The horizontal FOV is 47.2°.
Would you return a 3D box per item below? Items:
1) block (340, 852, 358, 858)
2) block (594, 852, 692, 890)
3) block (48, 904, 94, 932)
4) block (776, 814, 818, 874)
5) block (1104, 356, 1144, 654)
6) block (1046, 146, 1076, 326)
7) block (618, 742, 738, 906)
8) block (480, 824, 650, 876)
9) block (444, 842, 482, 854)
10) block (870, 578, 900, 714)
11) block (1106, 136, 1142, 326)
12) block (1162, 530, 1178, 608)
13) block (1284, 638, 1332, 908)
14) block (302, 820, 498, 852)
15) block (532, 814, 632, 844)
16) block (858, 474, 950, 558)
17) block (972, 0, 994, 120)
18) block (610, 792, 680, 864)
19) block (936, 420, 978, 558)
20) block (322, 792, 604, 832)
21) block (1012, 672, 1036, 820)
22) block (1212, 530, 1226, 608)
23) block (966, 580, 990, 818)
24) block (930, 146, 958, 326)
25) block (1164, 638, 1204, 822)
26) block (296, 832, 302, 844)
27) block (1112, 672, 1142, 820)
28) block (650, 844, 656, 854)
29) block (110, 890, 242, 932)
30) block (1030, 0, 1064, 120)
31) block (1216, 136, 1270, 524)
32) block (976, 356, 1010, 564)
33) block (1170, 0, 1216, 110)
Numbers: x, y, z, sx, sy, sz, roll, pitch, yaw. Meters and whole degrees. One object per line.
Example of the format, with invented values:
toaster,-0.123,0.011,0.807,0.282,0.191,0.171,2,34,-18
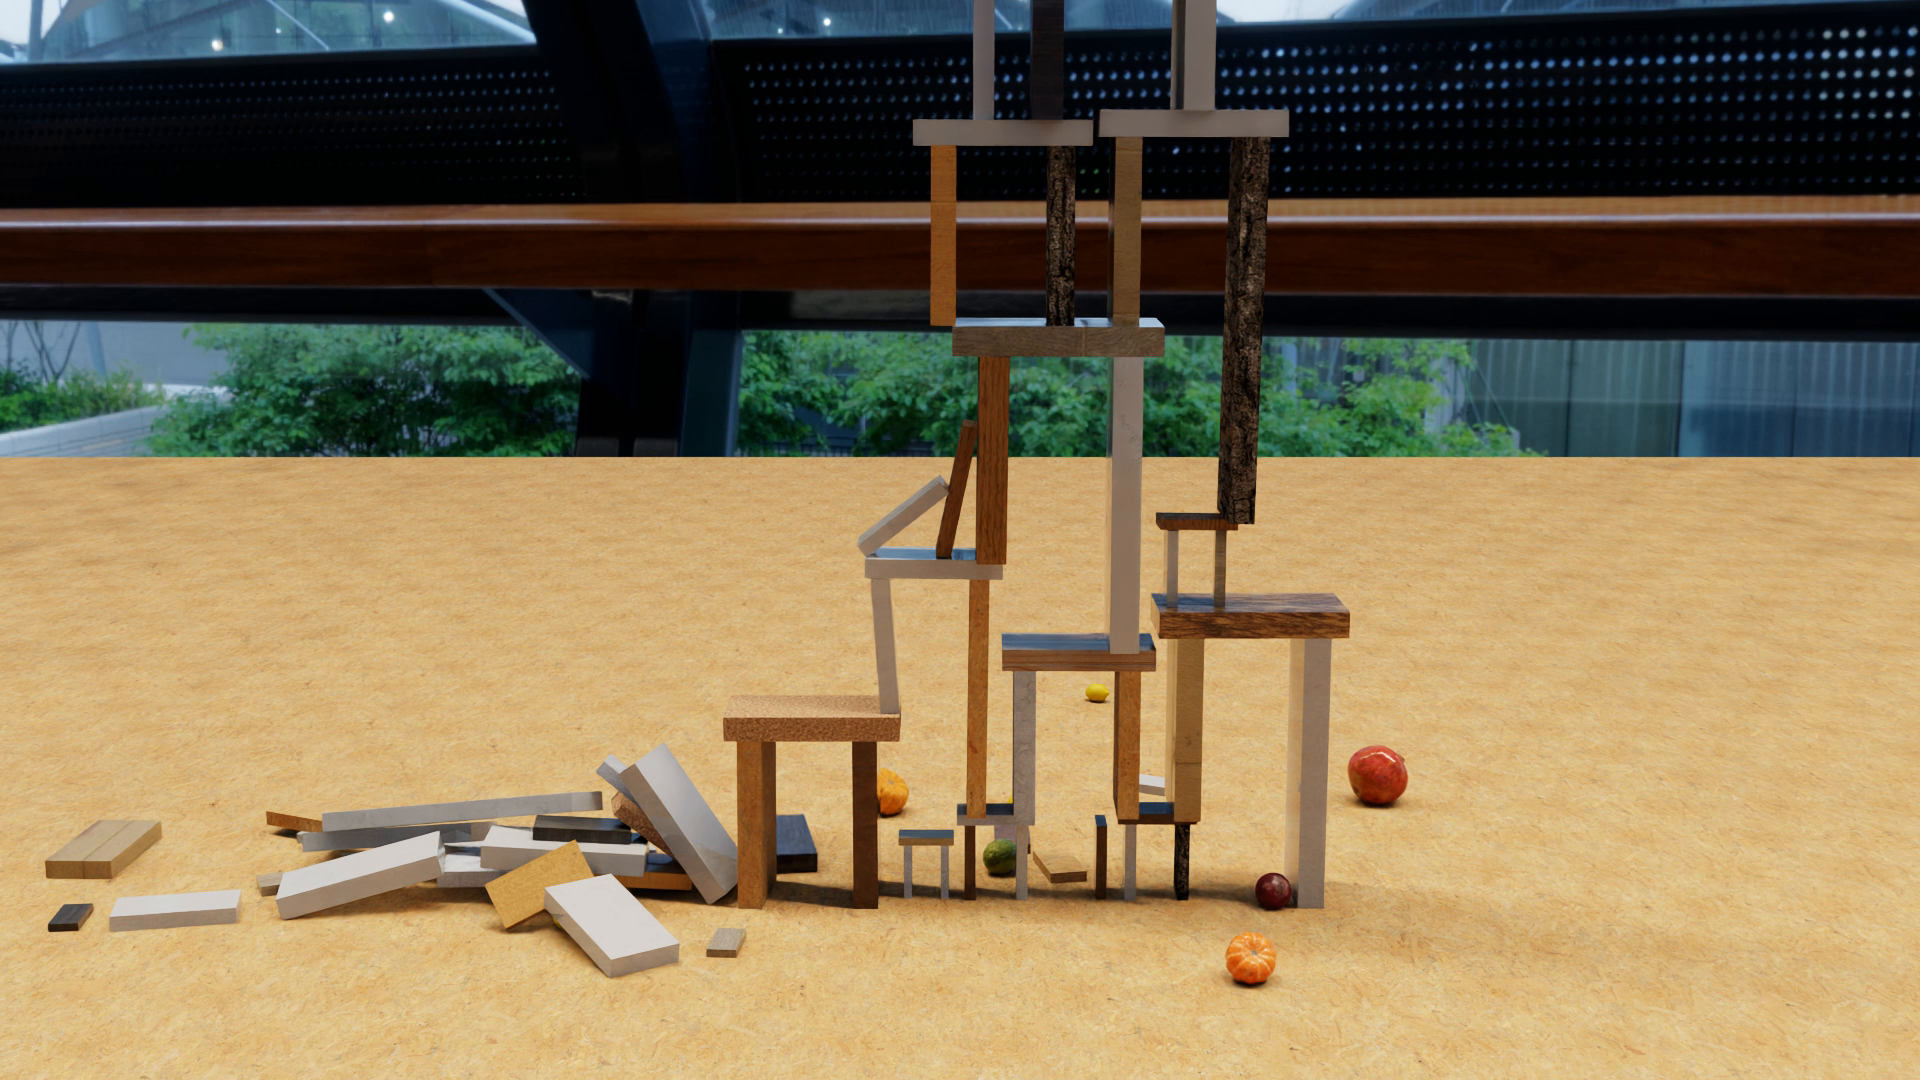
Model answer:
block,-1.007,0.554,3.814,0.123,0.017,0.062,-4,11,-22
block,-0.547,0.551,3.676,0.194,0.027,0.097,5,11,-11
block,-1.431,0.607,3.539,0.046,0.013,0.093,-1,11,-7
block,-0.321,0.535,3.877,0.116,0.033,0.232,0,10,-10
block,0.263,-0.066,3.542,0.047,0.474,0.165,0,11,0
block,0.158,-0.482,3.470,0.039,0.276,0.138,0,11,0
block,-0.457,0.471,3.669,0.037,0.262,0.131,-35,1,17
block,-0.648,0.512,3.623,0.262,0.037,0.131,4,7,-4
block,-0.859,0.544,3.871,0.123,0.017,0.062,9,14,39
block,-0.121,0.162,3.592,0.031,0.221,0.111,-4,10,0
block,0.259,-0.488,3.465,0.041,0.290,0.145,0,11,0
block,0.342,0.041,3.564,0.018,0.125,0.063,0,11,0
block,0.573,0.367,3.631,0.043,0.453,0.152,0,11,0
block,-0.969,0.514,3.810,0.307,0.033,0.116,-5,-7,10
block,-0.625,0.480,3.646,0.158,0.022,0.079,4,7,-7
block,-0.091,-0.040,3.554,0.168,0.024,0.084,-38,9,6
block,0.036,-0.768,3.415,0.032,0.226,0.113,0,11,0
block,-0.514,0.485,3.683,0.158,0.022,0.079,39,2,-17
block,-0.005,-0.083,3.546,0.024,0.215,0.084,12,10,-3
block,-0.849,0.463,3.747,0.472,0.032,0.113,-6,-7,16
block,0.105,0.322,3.622,0.035,0.250,0.124,0,11,0
block,0.420,0.041,3.564,0.018,0.125,0.063,1,11,4
block,0.029,0.249,3.610,0.031,0.398,0.111,1,11,0
block,-0.025,-0.483,3.471,0.039,0.276,0.138,0,11,1
block,0.368,0.294,3.616,0.043,0.304,0.152,0,11,-1
block,-1.094,0.531,3.941,0.171,0.018,0.062,2,11,11
block,0.274,0.322,3.620,0.035,0.247,0.124,0,11,0
block,-0.627,0.549,3.819,0.181,0.026,0.090,-5,12,-25
block,-1.265,0.598,3.553,0.192,0.026,0.090,-2,11,-12
block,0.134,-0.828,3.403,0.047,0.349,0.167,0,11,0
block,0.450,-0.335,3.498,0.041,0.603,0.145,1,11,-1
block,0.052,-0.138,3.530,0.047,0.329,0.165,1,11,-1
block,0.362,-0.836,3.404,0.047,0.334,0.167,0,11,-2
